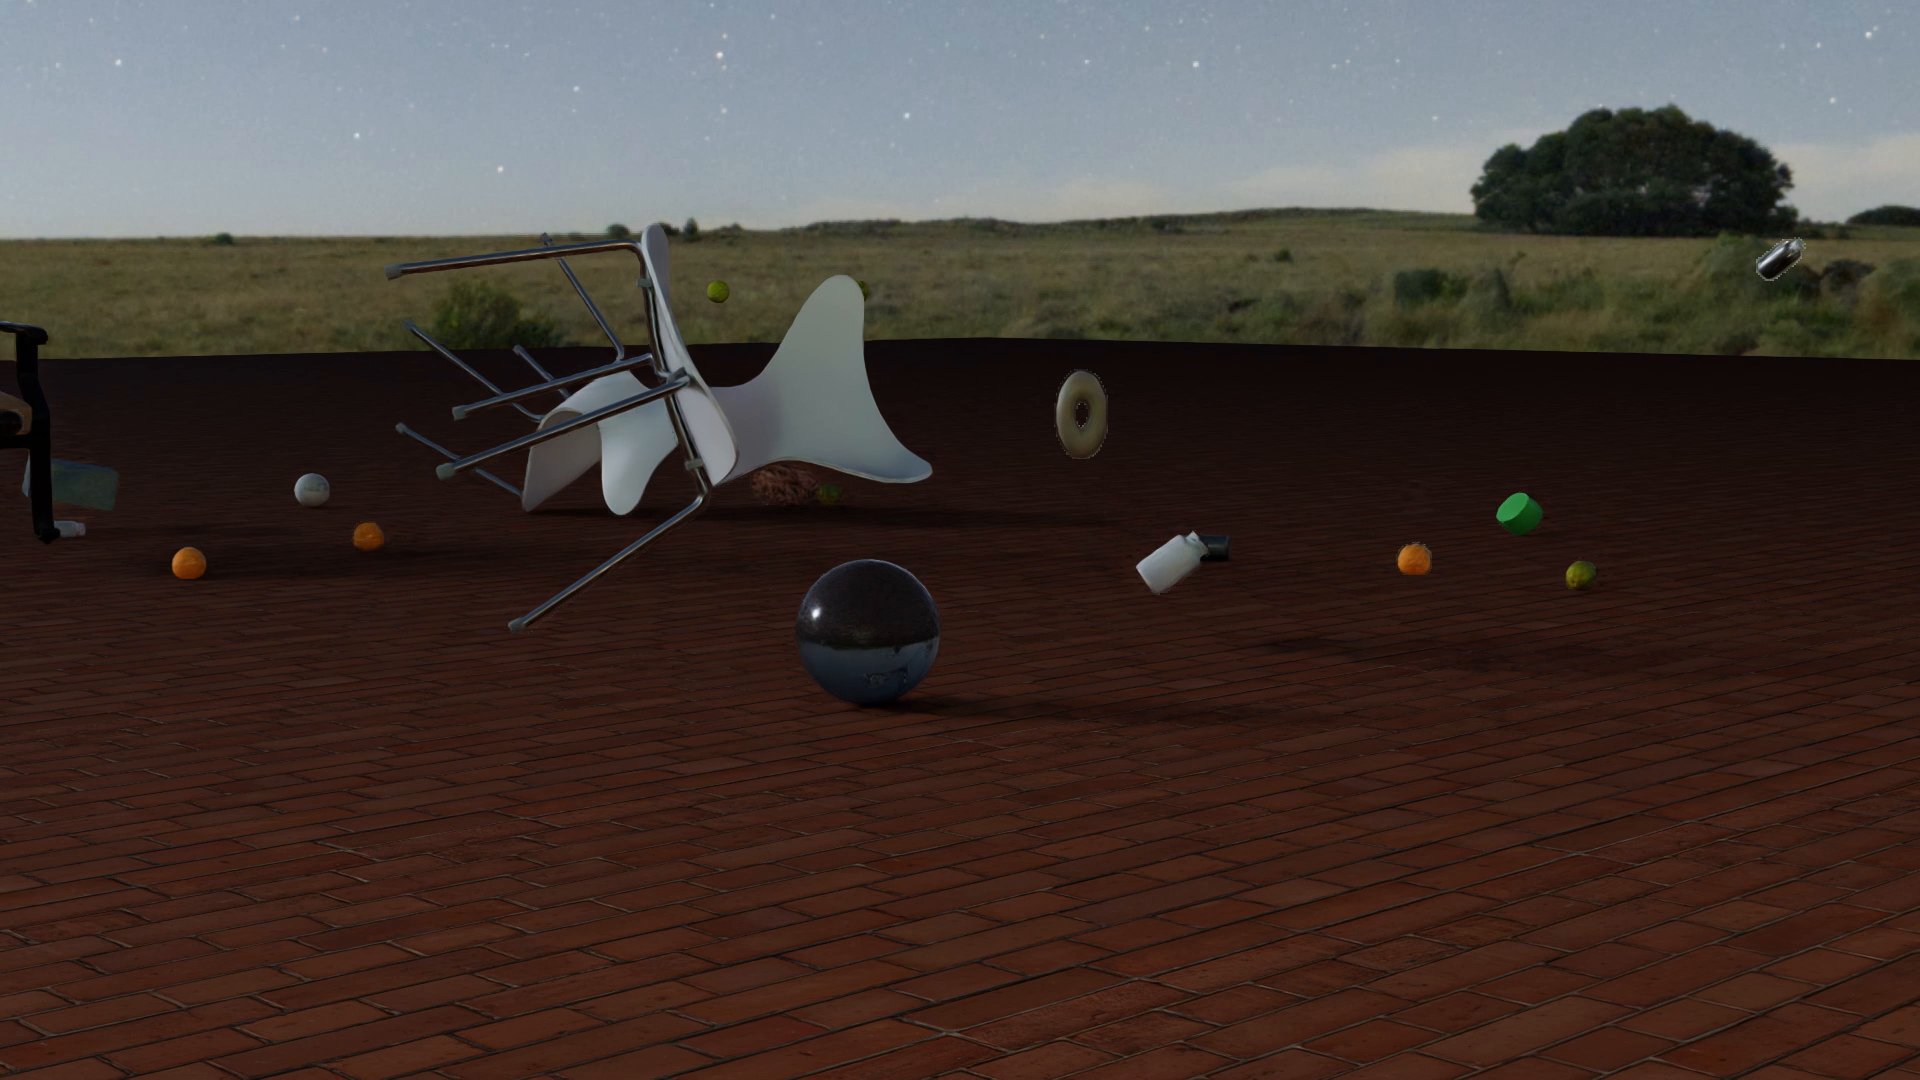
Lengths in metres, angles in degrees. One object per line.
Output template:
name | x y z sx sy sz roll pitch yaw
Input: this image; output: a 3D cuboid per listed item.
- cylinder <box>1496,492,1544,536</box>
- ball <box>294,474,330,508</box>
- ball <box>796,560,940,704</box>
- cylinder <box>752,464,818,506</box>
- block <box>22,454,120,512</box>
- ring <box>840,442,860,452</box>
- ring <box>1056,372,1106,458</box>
cylinder | 1.419 -0.067 6.504 0.073 0.096 0.070 34 19 -36
ball | -1.842 -0.141 7.297 0.099 0.099 0.099 0 6 0
ball | -0.141 0.141 3.948 0.224 0.224 0.224 0 6 0
cylinder | -0.502 -0.158 7.374 0.167 0.104 0.117 16 13 12
block | -2.325 -0.150 6.704 0.211 0.100 0.155 11 1 -26
ring | -0.331 -0.282 7.764 0.060 0.022 0.106 -8 -9 9
ring | 0.312 -0.323 6.588 0.131 0.226 0.052 -3 15 -8
